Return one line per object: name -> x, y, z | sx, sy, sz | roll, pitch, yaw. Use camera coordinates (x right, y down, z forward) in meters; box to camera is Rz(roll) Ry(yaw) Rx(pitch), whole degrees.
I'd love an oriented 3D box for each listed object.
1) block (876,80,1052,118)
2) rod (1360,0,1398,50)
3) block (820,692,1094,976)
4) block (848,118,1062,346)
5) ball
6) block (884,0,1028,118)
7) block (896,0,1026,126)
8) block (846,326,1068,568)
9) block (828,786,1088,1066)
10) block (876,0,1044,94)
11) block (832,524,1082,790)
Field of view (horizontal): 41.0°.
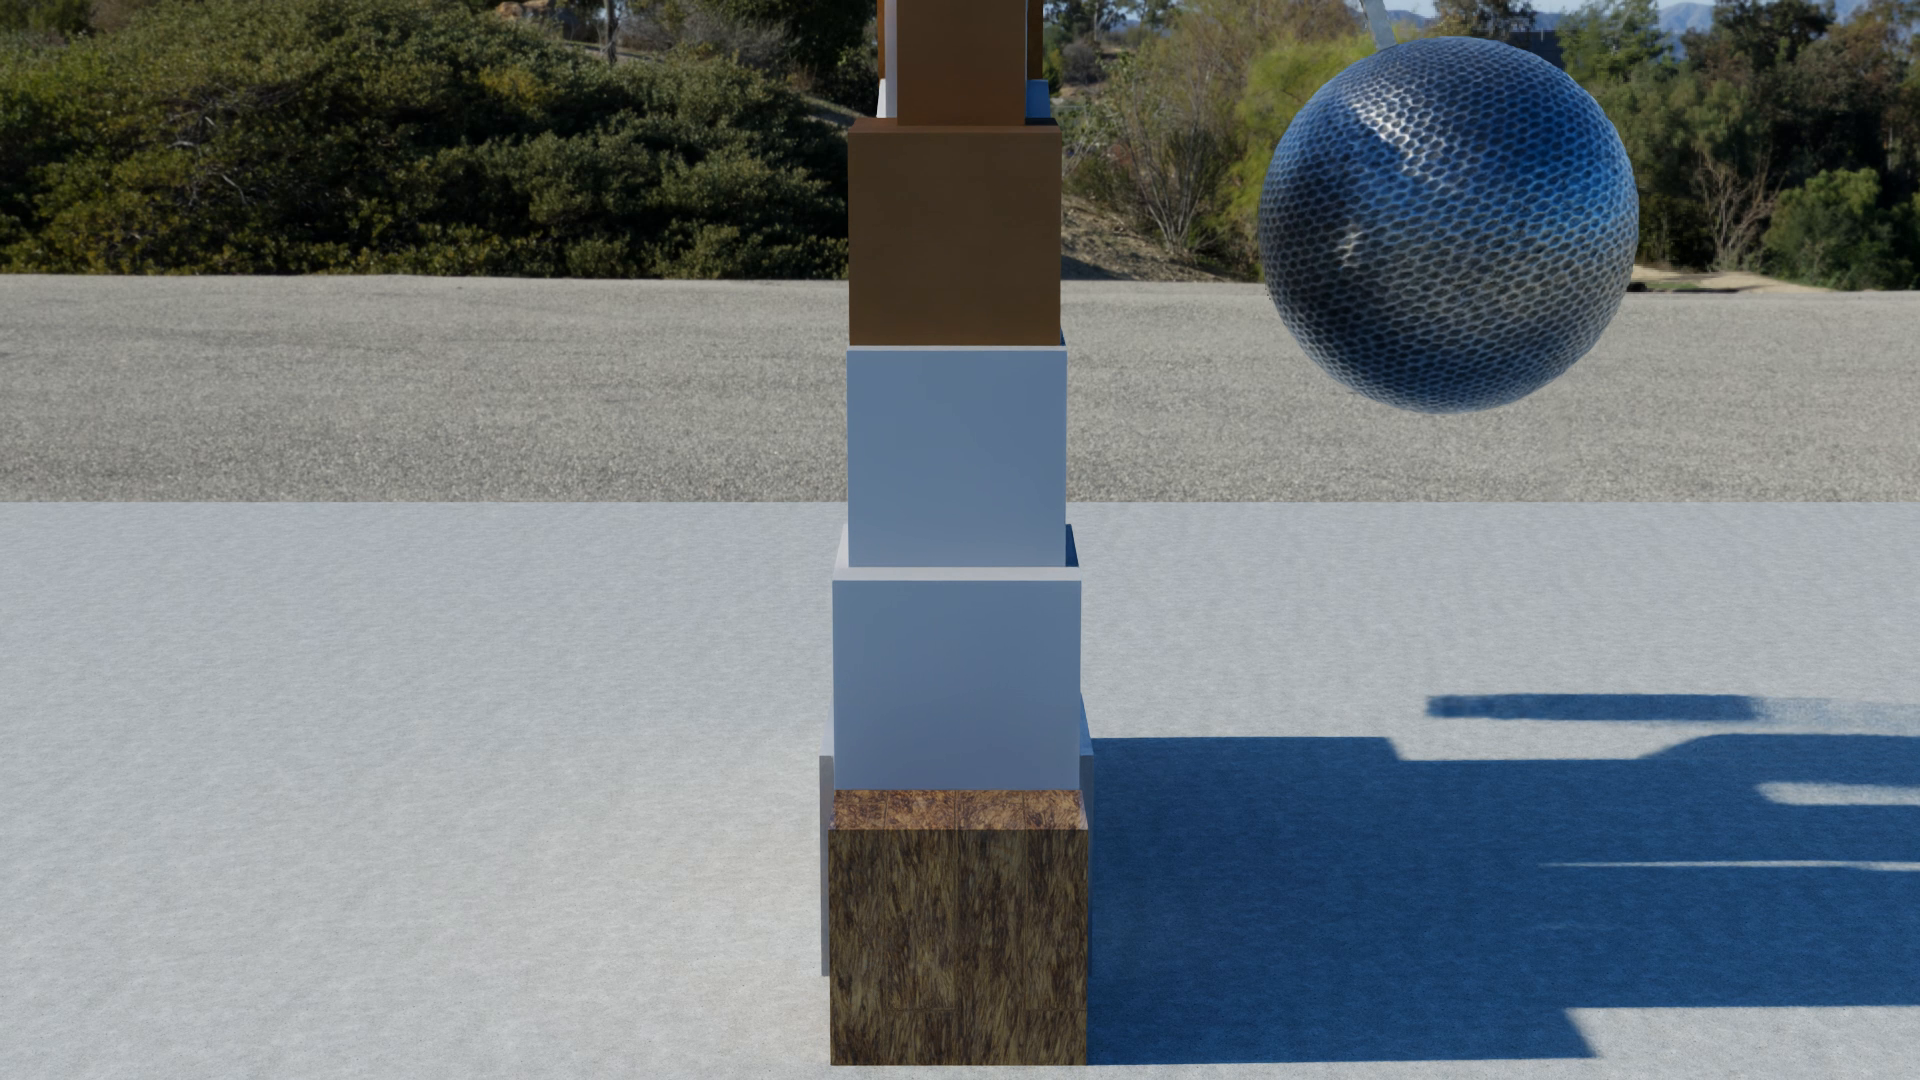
block -> 0.016, -1.451, 10.643 | 0.704, 0.725, 0.726 | 0, 28, 0
rod -> 0.899, -4.474, 10.367 | 0.080, 5.200, 0.080 | -20, 10, 4
block -> -0.014, 1.186, 10.534 | 1.066, 0.898, 1.026 | 0, 10, 0
block -> -0.017, -1.194, 9.811 | 0.779, 0.780, 0.853 | 0, 13, 0
ball -> 2.074, -1.335, 10.938 | 1.600, 1.600, 1.600 | 0, 10, 0
block -> -0.012, -2.079, 10.400 | 0.565, 0.615, 0.529 | 0, 28, 1
block -> 0.008, -1.859, 9.866 | 0.482, 0.492, 0.511 | 0, 13, 1
block -> -0.012, -0.387, 9.860 | 0.808, 0.815, 0.815 | 0, 13, 0
block -> -0.006, 1.371, 9.571 | 0.917, 0.879, 0.916 | 0, 10, 0
block -> 0.001, -2.210, 11.061 | 0.695, 0.639, 0.617 | 0, 35, 0
block -> -0.011, 0.433, 9.906 | 0.911, 0.804, 0.944 | 0, 13, 0
